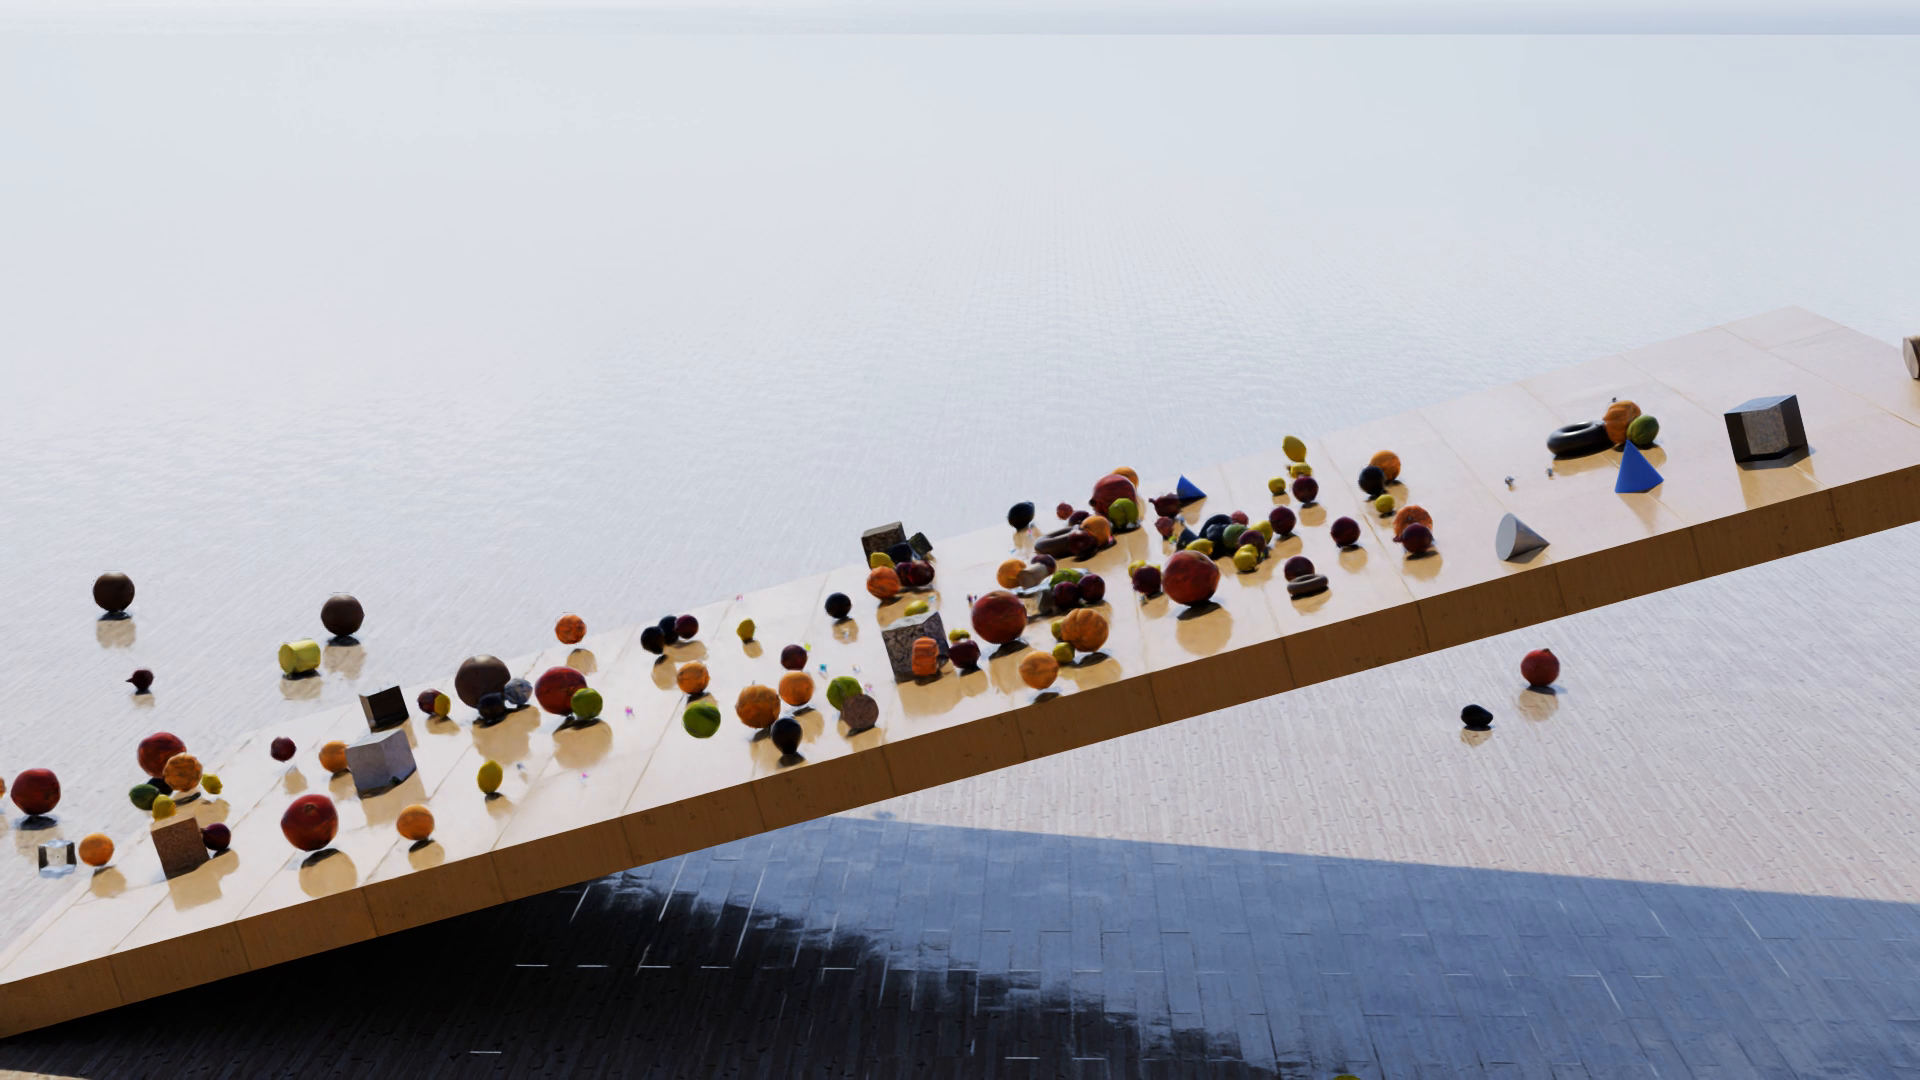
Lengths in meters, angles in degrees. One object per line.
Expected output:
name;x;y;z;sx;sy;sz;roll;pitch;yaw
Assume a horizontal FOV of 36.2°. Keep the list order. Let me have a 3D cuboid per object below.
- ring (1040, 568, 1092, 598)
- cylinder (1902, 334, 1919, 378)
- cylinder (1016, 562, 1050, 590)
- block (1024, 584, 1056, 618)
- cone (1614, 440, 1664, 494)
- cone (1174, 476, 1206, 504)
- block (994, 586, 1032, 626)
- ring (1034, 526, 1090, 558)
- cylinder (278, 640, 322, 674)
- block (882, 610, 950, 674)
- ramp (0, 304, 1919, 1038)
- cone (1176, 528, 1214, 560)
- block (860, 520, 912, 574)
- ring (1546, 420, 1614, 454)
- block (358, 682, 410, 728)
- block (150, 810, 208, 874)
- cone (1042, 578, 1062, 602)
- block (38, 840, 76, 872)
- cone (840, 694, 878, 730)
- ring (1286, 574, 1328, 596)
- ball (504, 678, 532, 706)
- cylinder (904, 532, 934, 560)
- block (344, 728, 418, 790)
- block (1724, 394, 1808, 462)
ring;0.224;0.092;6.229;0.119;0.040;0.119;-16;8;2
cylinder;1.948;-0.377;5.900;0.087;0.087;0.087;-16;10;3
cylinder;0.158;0.081;6.362;0.051;0.051;0.051;9;24;40
block;0.165;0.126;6.086;0.053;0.053;0.053;-16;10;0
cone;1.296;-0.151;5.662;0.096;0.096;0.096;-16;10;3
cone;0.544;-0.110;6.869;0.071;0.071;0.071;13;13;10
block;0.109;0.138;6.089;0.061;0.061;0.061;-16;10;0
ring;0.233;0.004;6.702;0.134;0.045;0.134;-17;10;3
cylinder;-1.921;0.340;8.561;0.087;0.087;0.087;9;14;42
block;-0.088;0.207;5.930;0.093;0.093;0.093;-12;10;23
ramp;0.087;0.188;6.323;4.000;0.100;2.000;-15;10;5
cone;0.503;0.019;6.196;0.074;0.074;0.074;18;17;23
block;-0.179;0.018;7.150;0.093;0.093;0.093;-15;10;7
ring;1.300;-0.215;6.170;0.141;0.047;0.141;-15;10;3
block;-1.375;0.395;7.020;0.081;0.081;0.081;-21;11;-24
block;-1.617;0.623;6.090;0.092;0.092;0.092;-18;10;-13
cone;0.193;0.119;6.162;0.059;0.059;0.059;23;11;-2
block;-2.036;0.712;6.631;0.056;0.056;0.056;4;11;21
cone;-0.194;0.335;5.557;0.072;0.072;0.072;-2;-21;-11
ring;0.659;0.085;5.585;0.080;0.027;0.080;-15;10;3
ball;-1.014;0.347;6.746;0.065;0.065;0.065;0;10;0
cylinder;-0.099;0.015;7.114;0.052;0.052;0.052;-36;-3;-3
block;-1.247;0.471;6.329;0.096;0.096;0.096;-12;11;25
block;1.536;-0.212;5.607;0.099;0.099;0.099;-24;12;-38
